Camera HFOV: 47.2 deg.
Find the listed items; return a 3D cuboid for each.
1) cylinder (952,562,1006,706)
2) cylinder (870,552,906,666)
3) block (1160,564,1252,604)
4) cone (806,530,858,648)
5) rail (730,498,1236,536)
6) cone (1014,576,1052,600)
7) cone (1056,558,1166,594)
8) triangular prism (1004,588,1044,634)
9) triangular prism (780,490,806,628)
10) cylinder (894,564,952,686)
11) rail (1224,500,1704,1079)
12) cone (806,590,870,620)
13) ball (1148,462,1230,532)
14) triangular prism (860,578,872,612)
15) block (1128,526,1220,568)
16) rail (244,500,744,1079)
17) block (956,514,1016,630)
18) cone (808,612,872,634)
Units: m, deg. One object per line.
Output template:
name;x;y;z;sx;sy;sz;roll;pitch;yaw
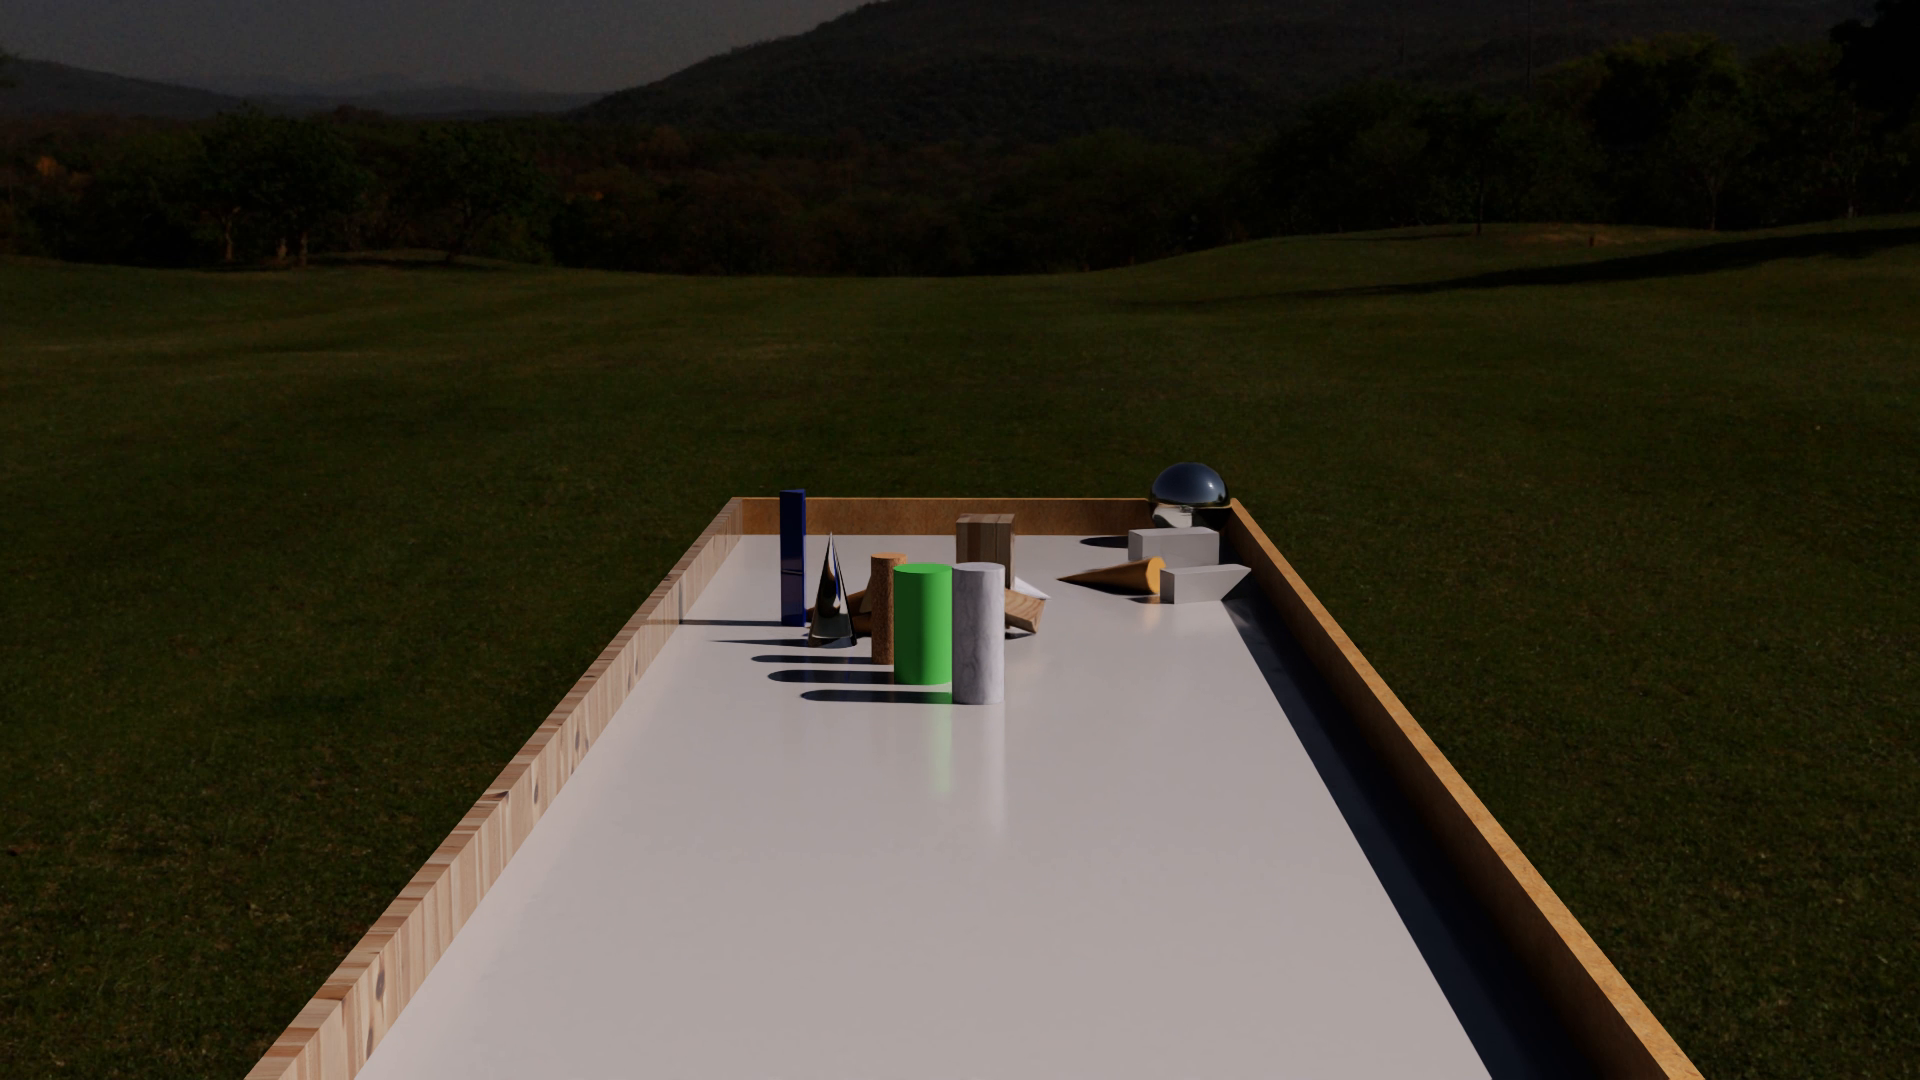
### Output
cylinder;0.051;0.261;6.157;0.149;0.378;0.149;0;9;0
cylinder;-0.214;0.208;6.658;0.108;0.326;0.108;0;9;0
block;0.860;0.153;7.707;0.304;0.105;0.105;-4;10;-23
cone;-0.404;0.148;6.918;0.161;0.362;0.161;0;9;0
rail;0.099;-0.098;9.147;2.100;0.150;0.050;0;9;1
cone;0.195;0.178;7.615;0.324;0.176;0.176;12;0;-35
cone;0.524;0.135;7.949;0.455;0.129;0.129;-3;5;40
triangular prism;0.081;0.183;7.109;0.384;0.096;0.111;18;-16;16
triangular prism;-0.530;0.057;7.228;0.091;0.445;0.079;5;11;31
cylinder;-0.107;0.244;6.418;0.174;0.329;0.174;0;9;0
rail;1.046;0.843;3.208;0.050;0.150;12.000;0;9;1
cone;-0.450;0.241;7.301;0.328;0.118;0.118;-8;6;17
ball;0.926;-0.151;8.894;0.334;0.334;0.334;0;9;0
triangular prism;-0.231;0.174;7.205;0.126;0.109;0.417;-12;-5;10
block;0.798;0.045;8.227;0.302;0.156;0.156;-2;9;-15
rail;-1.004;0.839;3.234;0.050;0.150;12.000;0;9;1
block;0.085;0.101;7.238;0.178;0.350;0.178;1;10;6
cone;-0.320;0.272;7.115;0.417;0.113;0.113;-5;7;23
